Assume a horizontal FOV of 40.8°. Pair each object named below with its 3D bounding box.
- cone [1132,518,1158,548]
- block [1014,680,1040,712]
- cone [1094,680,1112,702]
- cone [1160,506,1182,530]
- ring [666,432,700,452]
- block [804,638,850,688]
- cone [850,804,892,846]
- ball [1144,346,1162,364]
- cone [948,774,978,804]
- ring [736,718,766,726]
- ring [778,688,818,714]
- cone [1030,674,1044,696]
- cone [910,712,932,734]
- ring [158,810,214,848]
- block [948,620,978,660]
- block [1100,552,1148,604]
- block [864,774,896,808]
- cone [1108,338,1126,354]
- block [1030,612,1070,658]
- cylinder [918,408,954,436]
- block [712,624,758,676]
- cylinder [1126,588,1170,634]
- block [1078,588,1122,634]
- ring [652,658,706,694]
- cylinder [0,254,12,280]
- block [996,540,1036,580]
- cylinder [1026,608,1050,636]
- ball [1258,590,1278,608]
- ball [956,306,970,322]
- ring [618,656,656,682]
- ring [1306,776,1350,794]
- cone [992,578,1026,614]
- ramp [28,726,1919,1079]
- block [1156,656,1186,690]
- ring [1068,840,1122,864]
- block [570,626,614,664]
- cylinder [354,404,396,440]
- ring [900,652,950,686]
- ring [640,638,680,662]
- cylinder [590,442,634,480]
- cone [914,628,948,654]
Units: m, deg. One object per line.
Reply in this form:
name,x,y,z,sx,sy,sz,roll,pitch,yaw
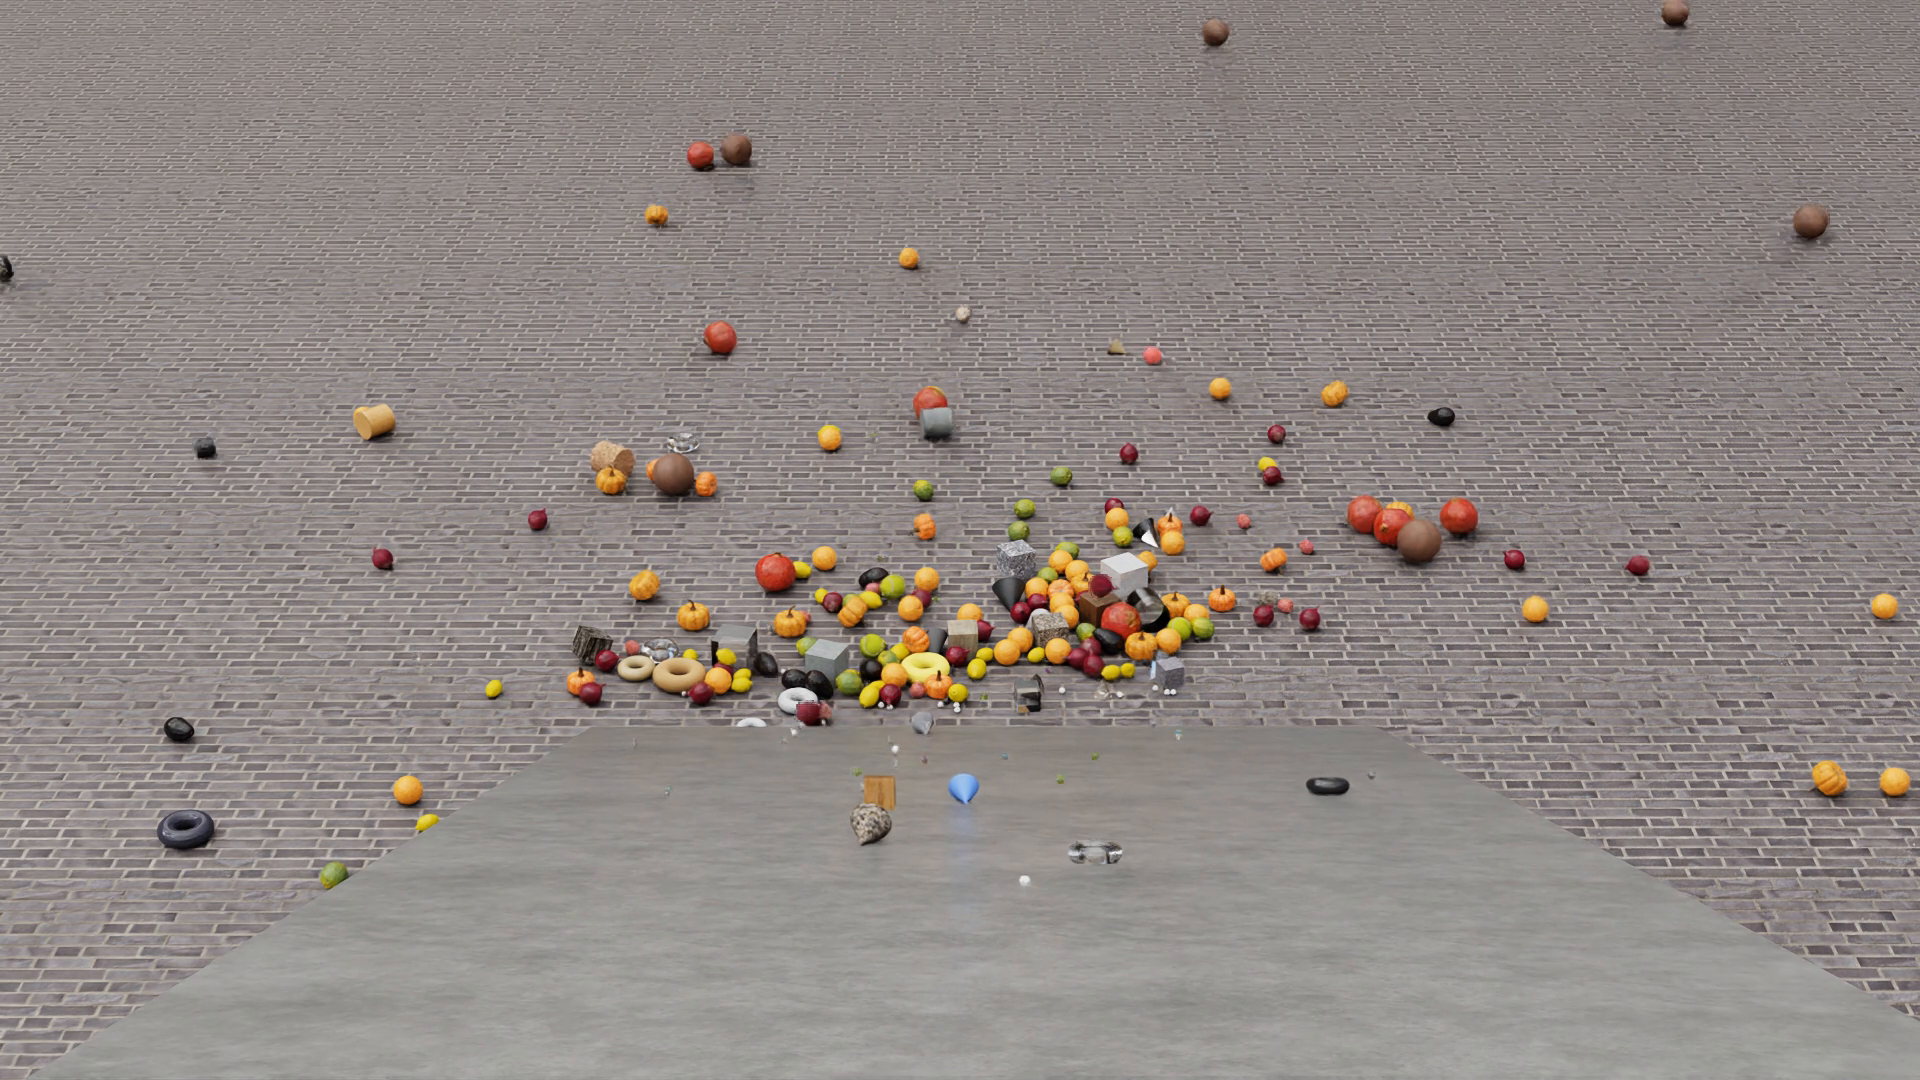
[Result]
cone,0.567,-0.007,7.680,0.083,0.083,0.083,-19,59,-32
block,0.178,0.414,6.840,0.061,0.061,0.061,-4,28,-7
cone,0.381,0.394,6.890,0.052,0.052,0.052,0,27,0
cone,0.636,-0.074,7.780,0.063,0.063,0.063,0,27,0
ring,-0.888,-0.314,8.275,0.106,0.035,0.106,1,27,-1
block,-0.359,0.333,6.969,0.088,0.088,0.088,11,29,21
cone,-0.159,0.495,4.355,0.073,0.073,0.073,6,29,11
ball,0.661,-0.632,8.861,0.061,0.061,0.061,0,27,0
cone,0.009,0.488,4.941,0.060,0.060,0.060,-3,28,-5
ring,-0.544,0.491,6.730,0.081,0.027,0.081,-1,28,0
ring,-0.429,0.427,6.845,0.106,0.035,0.106,1,27,-1
cone,0.184,0.396,6.912,0.061,0.061,0.061,-18,19,25
cone,-0.088,0.466,6.398,0.059,0.059,0.059,-8,41,-15
ring,-1.889,0.705,6.298,0.136,0.045,0.136,1,28,-1
block,0.007,0.274,7.090,0.081,0.081,0.081,-1,27,-3
block,0.469,0.109,7.391,0.097,0.097,0.097,-16,31,-28
block,-0.151,0.474,4.864,0.058,0.058,0.058,0,1,0
cone,0.552,-0.660,8.950,0.062,0.062,0.062,30,31,0
block,0.248,0.260,7.112,0.086,0.086,0.086,-6,28,-11
cylinder,-0.076,-0.380,8.343,0.090,0.090,0.090,6,23,-25
block,-0.612,0.299,7.023,0.098,0.098,0.098,7,28,13
cylinder,0.526,0.196,7.225,0.095,0.095,0.095,-8,28,-14
block,0.393,0.197,7.233,0.085,0.085,0.085,-16,31,-28
ring,-0.755,0.364,6.951,0.146,0.049,0.146,1,27,-1
cylinder,-3.562,-0.999,9.535,0.091,0.091,0.091,-23,35,-37
block,0.163,0.060,7.499,0.083,0.083,0.083,-13,30,-23
cylinder,0.220,0.233,7.189,0.063,0.063,0.063,7,28,13
ball,0.871,0.168,7.324,0.055,0.055,0.055,0,27,0
ball,0.011,-0.803,9.195,0.056,0.056,0.056,0,27,0
ring,-0.876,0.348,6.998,0.104,0.035,0.104,0,28,0
ring,0.726,0.485,5.098,0.086,0.029,0.086,1,0,0
cone,0.143,0.173,7.325,0.097,0.097,0.097,-2,54,-4
ramp,0.062,0.557,4.595,2.000,0.100,4.000,0,1,0
block,0.565,0.358,6.952,0.059,0.059,0.059,-11,29,-20
ring,0.216,0.500,4.134,0.087,0.029,0.087,-1,2,0
block,-1.004,0.286,7.047,0.074,0.074,0.074,12,16,-38
cylinder,-1.890,-0.382,8.344,0.092,0.092,0.092,24,36,38
ring,-0.096,0.348,6.985,0.137,0.046,0.137,-1,27,1
ring,-0.822,0.303,7.084,0.107,0.036,0.107,1,26,0
cylinder,-1.088,-0.249,8.080,0.098,0.098,0.098,19,33,33
cone,-0.077,0.304,7.073,0.095,0.095,0.095,-3,54,-5
